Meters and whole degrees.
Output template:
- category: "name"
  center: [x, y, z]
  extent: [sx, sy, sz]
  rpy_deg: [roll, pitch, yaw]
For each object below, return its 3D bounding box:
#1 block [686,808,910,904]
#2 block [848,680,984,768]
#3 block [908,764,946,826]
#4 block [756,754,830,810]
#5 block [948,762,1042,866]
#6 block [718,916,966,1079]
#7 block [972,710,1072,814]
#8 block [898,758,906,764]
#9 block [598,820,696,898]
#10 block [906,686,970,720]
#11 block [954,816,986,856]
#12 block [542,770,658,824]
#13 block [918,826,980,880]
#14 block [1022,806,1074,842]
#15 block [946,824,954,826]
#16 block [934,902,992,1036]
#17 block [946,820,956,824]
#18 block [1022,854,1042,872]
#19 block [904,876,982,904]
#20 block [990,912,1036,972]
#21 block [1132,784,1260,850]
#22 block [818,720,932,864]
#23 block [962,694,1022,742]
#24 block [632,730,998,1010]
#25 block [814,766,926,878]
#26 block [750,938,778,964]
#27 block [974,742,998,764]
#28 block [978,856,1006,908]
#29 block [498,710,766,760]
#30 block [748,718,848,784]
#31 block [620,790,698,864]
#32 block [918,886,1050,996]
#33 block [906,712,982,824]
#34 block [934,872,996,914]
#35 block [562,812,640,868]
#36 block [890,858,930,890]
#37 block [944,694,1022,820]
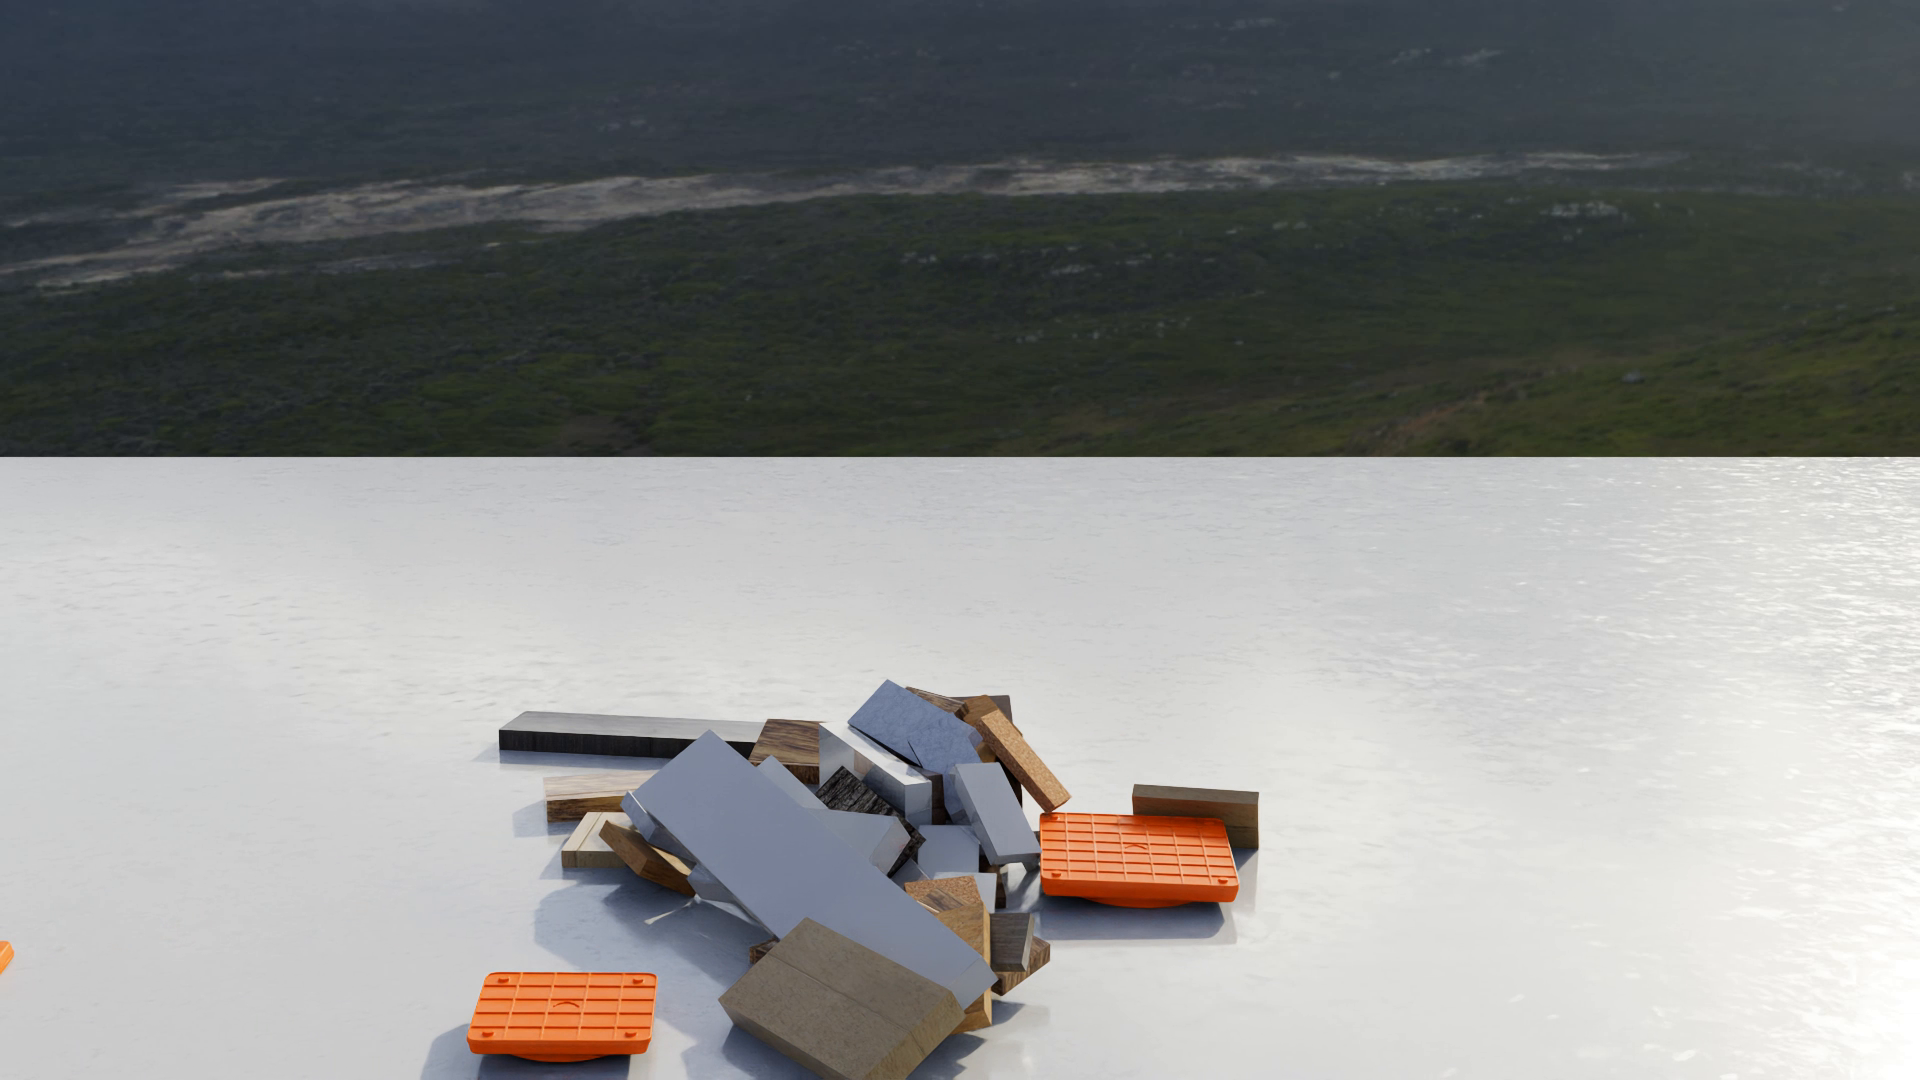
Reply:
- category: "block"
  center: [-0.265, 0.517, 3.566]
  extent: [0.351, 0.050, 0.175]
  rpy_deg: [0, 42, 41]
- category: "block"
  center: [-0.083, 0.344, 3.976]
  extent: [0.111, 0.031, 0.282]
  rpy_deg: [-47, 37, -15]
- category: "block"
  center: [-0.115, 0.443, 3.909]
  extent: [0.027, 0.094, 0.388]
  rpy_deg: [-4, 3, -23]
- category: "block"
  center: [-0.333, 0.490, 3.825]
  extent: [0.171, 0.049, 0.343]
  rpy_deg: [-39, 21, -10]
- category: "block"
  center: [0.059, 0.458, 3.695]
  extent: [0.094, 0.027, 0.187]
  rpy_deg: [2, 47, -36]
- category: "block"
  center: [-0.167, 0.643, 3.022]
  extent: [0.176, 0.050, 0.351]
  rpy_deg: [-41, 30, -25]
- category: "block"
  center: [0.111, 0.393, 3.910]
  extent: [0.205, 0.023, 0.080]
  rpy_deg: [49, 23, 11]
- category: "block"
  center: [-0.161, 0.422, 4.160]
  extent: [0.031, 0.111, 0.221]
  rpy_deg: [35, 3, -34]
- category: "block"
  center: [-0.525, 0.537, 3.718]
  extent: [0.108, 0.031, 0.217]
  rpy_deg: [28, -3, -29]
- category: "block"
  center: [-0.066, 0.317, 4.052]
  extent: [0.160, 0.023, 0.080]
  rpy_deg: [11, 45, 46]
- category: "block"
  center: [0.029, 0.496, 3.761]
  extent: [0.075, 0.021, 0.149]
  rpy_deg: [0, 18, 1]
- category: "block"
  center: [-0.628, 0.480, 4.146]
  extent: [0.303, 0.043, 0.152]
  rpy_deg: [-2, 11, -13]
- category: "block"
  center: [-0.020, 0.547, 3.608]
  extent: [0.100, 0.028, 0.201]
  rpy_deg: [0, 35, 1]
- category: "block"
  center: [0.158, 0.516, 4.008]
  extent: [0.075, 0.021, 0.149]
  rpy_deg: [-1, 11, -6]
- category: "block"
  center: [0.004, 0.539, 3.751]
  extent: [0.075, 0.021, 0.149]
  rpy_deg: [-1, 31, -4]
- category: "block"
  center: [-0.014, 0.615, 3.141]
  extent: [0.111, 0.031, 0.222]
  rpy_deg: [-16, 31, 10]
- category: "block"
  center: [0.007, 0.463, 3.958]
  extent: [0.162, 0.046, 0.325]
  rpy_deg: [0, 29, 2]
- category: "block"
  center: [0.104, 0.514, 3.798]
  extent: [0.016, 0.110, 0.055]
  rpy_deg: [-28, 1, 21]
- category: "block"
  center: [-0.013, 0.596, 3.373]
  extent: [0.111, 0.031, 0.222]
  rpy_deg: [-5, 27, -9]
- category: "block"
  center: [0.021, 0.591, 3.227]
  extent: [0.168, 0.024, 0.084]
  rpy_deg: [-4, 48, 20]
- category: "block"
  center: [0.419, 0.490, 3.898]
  extent: [0.221, 0.111, 0.031]
  rpy_deg: [2, 38, 12]
- category: "block"
  center: [-0.155, 0.458, 3.909]
  extent: [0.049, 0.171, 0.426]
  rpy_deg: [-4, 11, -23]
- category: "block"
  center: [0.048, 0.336, 4.022]
  extent: [0.075, 0.021, 0.149]
  rpy_deg: [-14, 31, -22]
- category: "block"
  center: [-0.259, 0.523, 3.426]
  extent: [0.176, 0.050, 0.996]
  rpy_deg: [-40, 29, -14]
- category: "block"
  center: [-0.190, 0.504, 3.716]
  extent: [0.171, 0.049, 0.343]
  rpy_deg: [-46, 22, -8]
- category: "block"
  center: [-0.229, 0.638, 3.345]
  extent: [0.168, 0.024, 0.084]
  rpy_deg: [8, 13, 37]
- category: "block"
  center: [0.034, 0.394, 3.890]
  extent: [0.055, 0.016, 0.110]
  rpy_deg: [6, 29, 12]
- category: "block"
  center: [0.029, 0.563, 3.655]
  extent: [0.075, 0.021, 0.149]
  rpy_deg: [-2, 25, -6]
- category: "block"
  center: [-0.519, 0.410, 4.520]
  extent: [0.845, 0.043, 0.152]
  rpy_deg: [2, 11, 10]
- category: "block"
  center: [-0.251, 0.420, 4.333]
  extent: [0.303, 0.043, 0.152]
  rpy_deg: [2, 30, 11]
- category: "block"
  center: [-0.523, 0.507, 3.886]
  extent: [0.108, 0.031, 0.217]
  rpy_deg: [28, 0, -24]
- category: "block"
  center: [0.014, 0.600, 3.295]
  extent: [0.222, 0.031, 0.111]
  rpy_deg: [21, 33, 36]
- category: "block"
  center: [-0.012, 0.394, 3.819]
  extent: [0.094, 0.027, 0.187]
  rpy_deg: [-26, 52, -7]
- category: "block"
  center: [0.003, 0.590, 3.462]
  extent: [0.100, 0.028, 0.201]
  rpy_deg: [1, 24, 3]
- category: "block"
  center: [-0.629, 0.531, 3.901]
  extent: [0.108, 0.031, 0.217]
  rpy_deg: [0, 11, 2]
- category: "block"
  center: [-0.113, 0.559, 3.592]
  extent: [0.100, 0.028, 0.201]
  rpy_deg: [-46, 19, -5]
- category: "block"
  center: [0.020, 0.391, 3.992]
  extent: [0.162, 0.046, 0.325]
  rpy_deg: [-2, 29, -2]
